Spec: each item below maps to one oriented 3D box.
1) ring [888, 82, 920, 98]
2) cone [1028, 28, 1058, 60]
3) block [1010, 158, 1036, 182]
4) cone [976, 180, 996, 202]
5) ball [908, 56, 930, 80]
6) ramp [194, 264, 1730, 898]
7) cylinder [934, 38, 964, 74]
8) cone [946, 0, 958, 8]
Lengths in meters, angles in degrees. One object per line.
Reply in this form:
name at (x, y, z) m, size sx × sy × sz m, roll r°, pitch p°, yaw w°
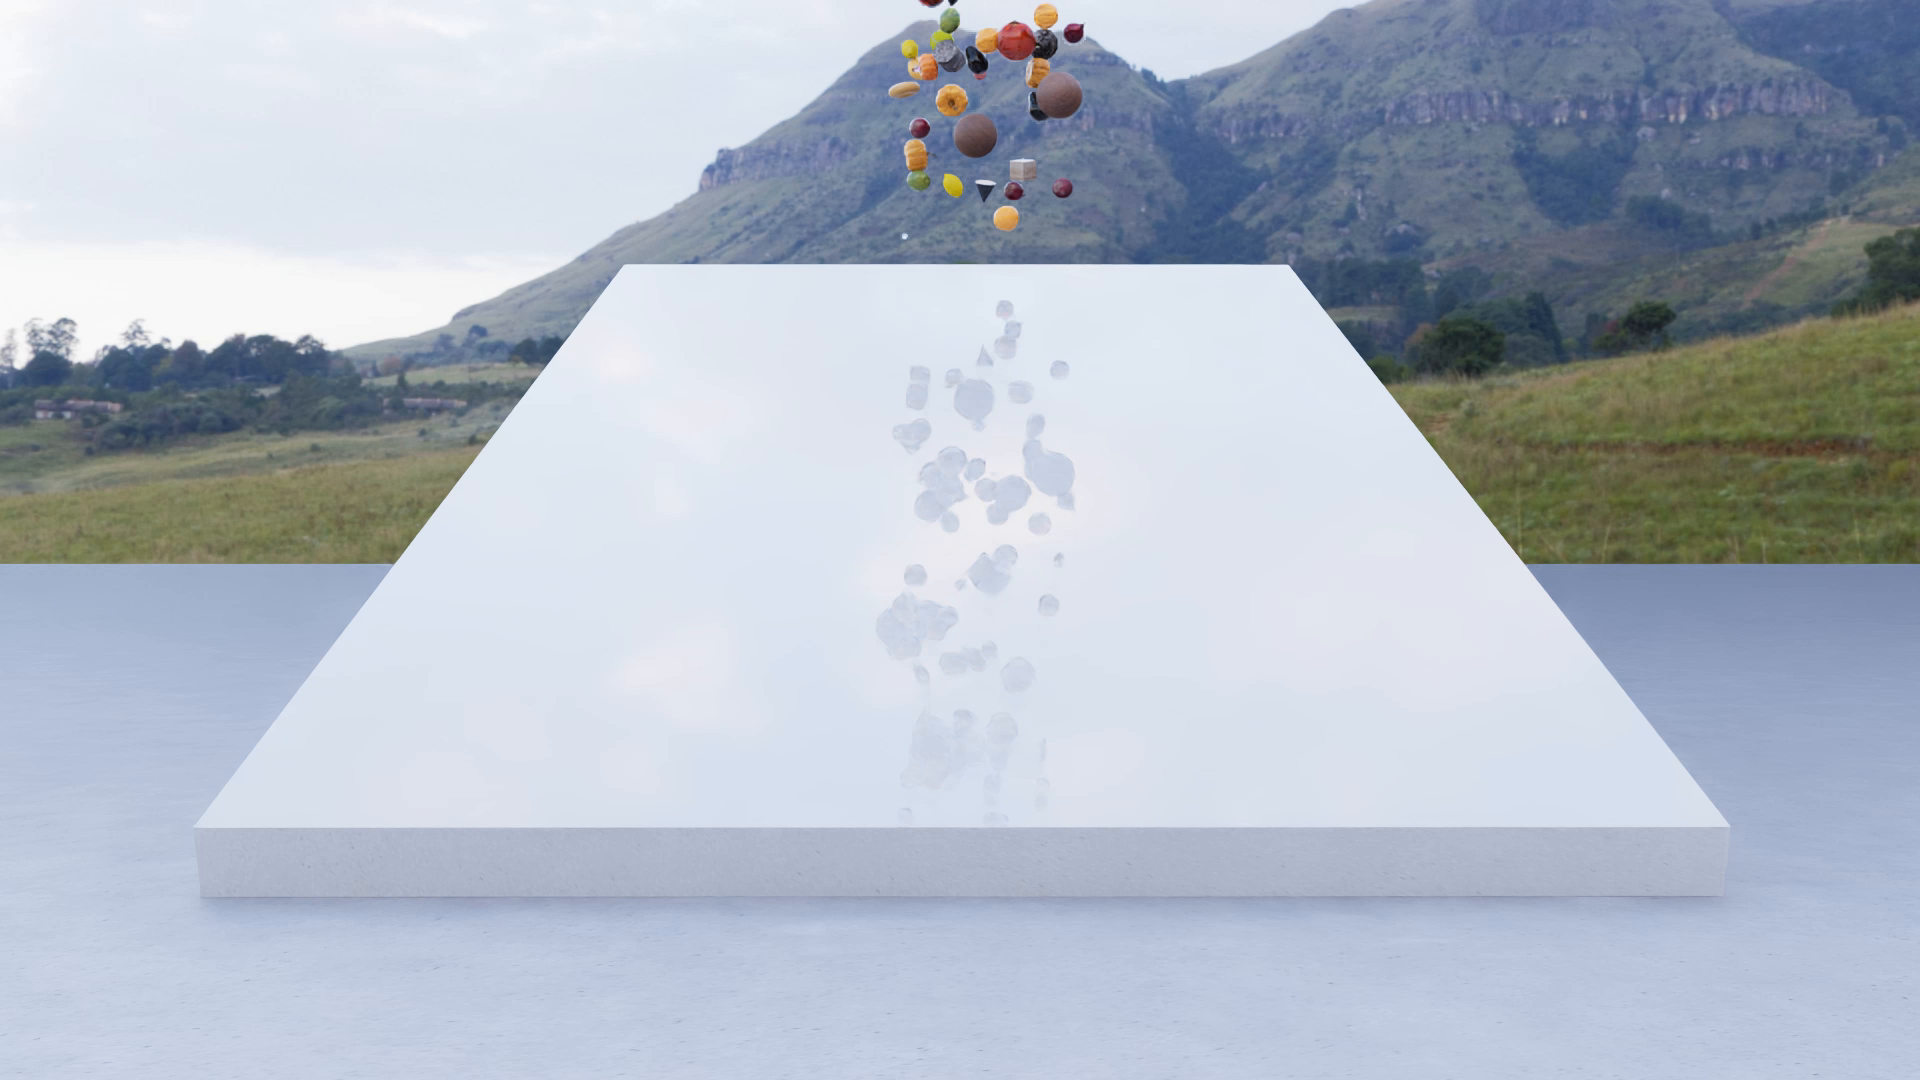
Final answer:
ring at (-0.163, -1.319, 6.536) m, size 0.094 × 0.031 × 0.094 m, roll -12°, pitch 0°, yaw 0°
cone at (0.234, -1.447, 6.498) m, size 0.090 × 0.090 × 0.090 m, roll 0°, pitch 9°, yaw 13°
block at (0.180, -1.052, 6.341) m, size 0.054 × 0.054 × 0.054 m, roll -17°, pitch 22°, yaw -41°
cone at (0.072, -1.010, 6.487) m, size 0.062 × 0.062 × 0.062 m, roll 5°, pitch 22°, yaw -2°
ball at (-0.124, -1.429, 6.742) m, size 0.070 × 0.070 × 0.070 m, roll 0°, pitch 0°, yaw 0°
ramp at (-0.003, -0.180, 4.822) m, size 2.000 × 0.100 × 4.000 m, roll 0°, pitch 17°, yaw 0°
cylinder at (-0.030, -1.365, 6.289) m, size 0.070 × 0.070 × 0.070 m, roll 0°, pitch -24°, yaw 16°
cone at (-0.002, -1.643, 6.677) m, size 0.081 × 0.081 × 0.081 m, roll -13°, pitch 0°, yaw -1°
